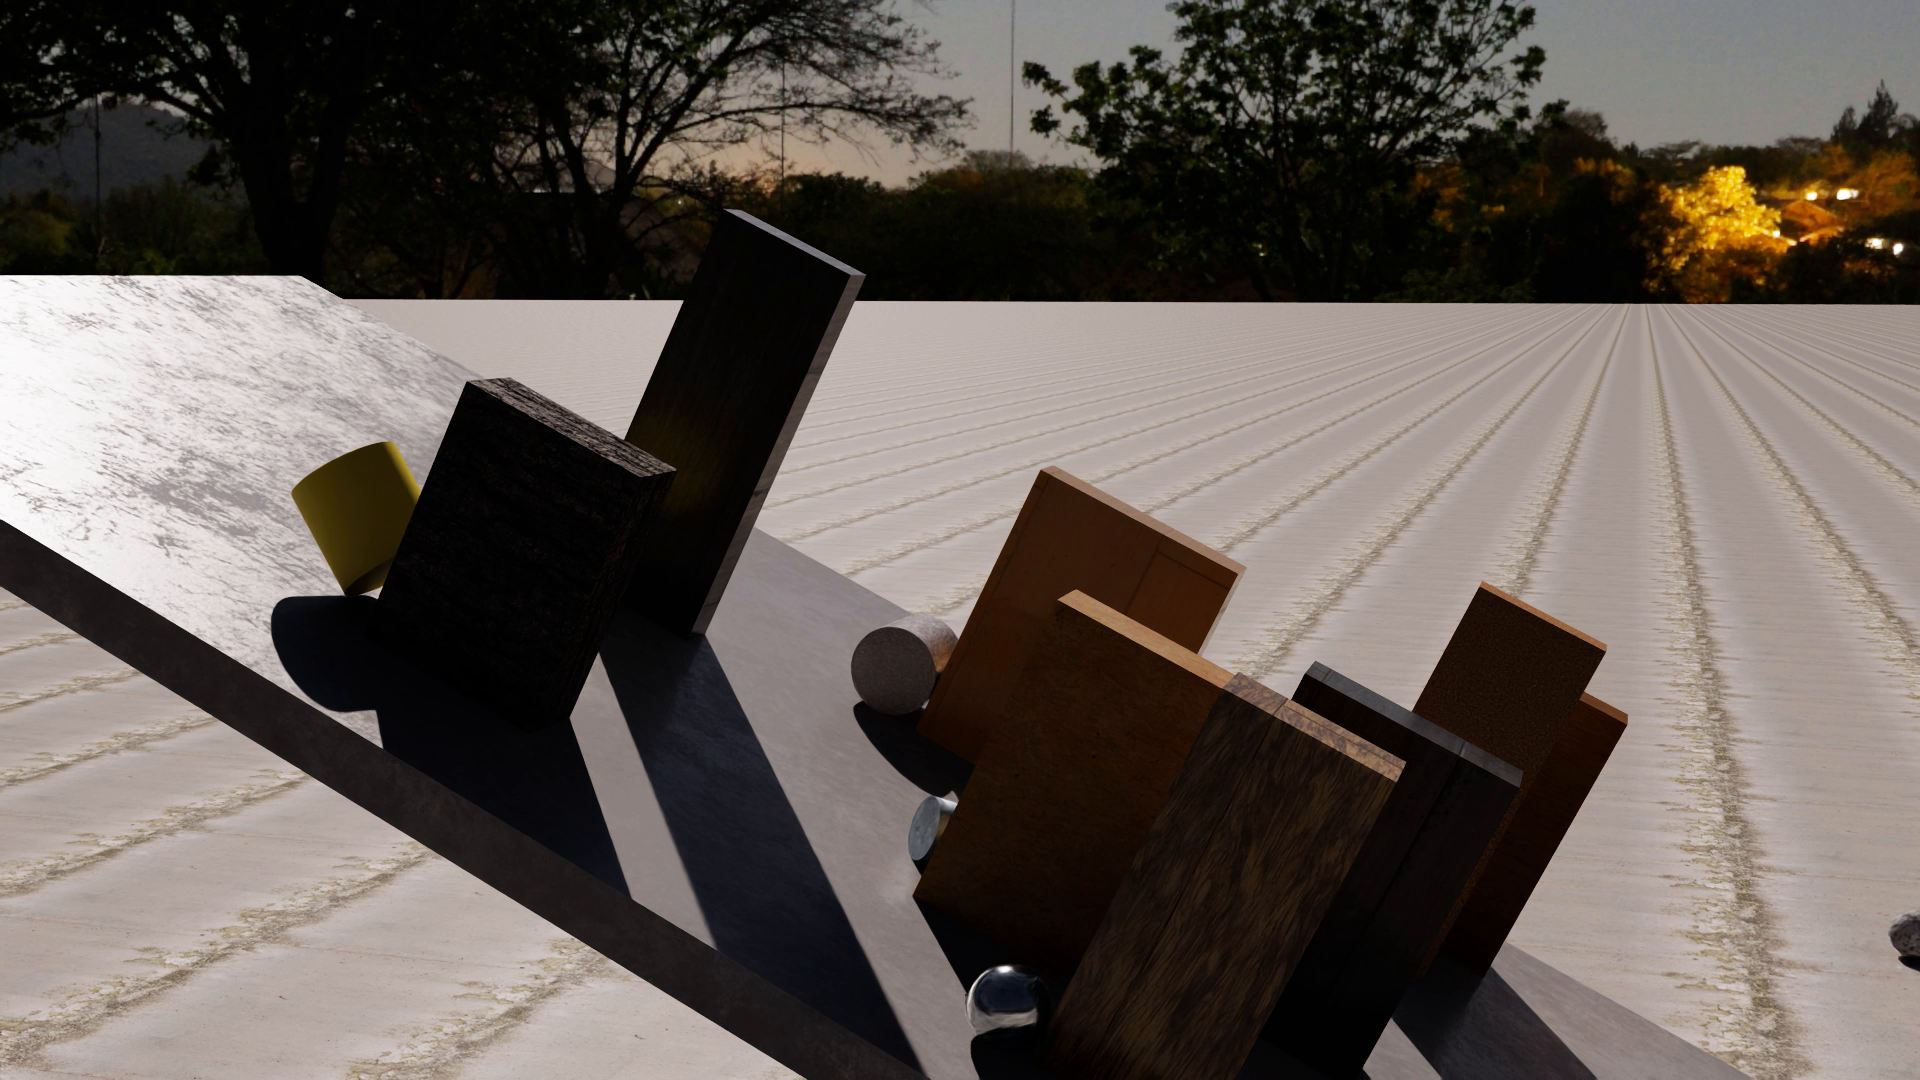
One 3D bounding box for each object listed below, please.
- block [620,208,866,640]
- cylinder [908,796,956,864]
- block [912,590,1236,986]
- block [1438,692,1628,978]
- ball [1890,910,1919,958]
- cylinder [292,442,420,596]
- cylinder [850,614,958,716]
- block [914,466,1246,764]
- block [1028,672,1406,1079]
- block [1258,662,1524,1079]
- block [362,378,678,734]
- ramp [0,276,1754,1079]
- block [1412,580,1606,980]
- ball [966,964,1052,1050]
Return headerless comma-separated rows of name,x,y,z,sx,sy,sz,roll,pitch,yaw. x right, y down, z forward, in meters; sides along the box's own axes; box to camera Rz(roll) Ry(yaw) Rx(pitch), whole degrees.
block,-0.479,-0.220,4.277,0.285,0.790,0.088,28,14,12
cylinder,-0.013,0.513,3.804,0.114,0.114,0.114,20,-1,-23
block,0.190,0.408,3.599,0.312,0.563,0.121,28,14,12
block,1.077,0.551,4.548,0.336,0.608,0.110,28,14,12
ball,2.590,1.070,5.964,0.127,0.127,0.127,0,7,0
cylinder,-1.008,-0.036,3.758,0.194,0.194,0.194,-29,-5,-3
cylinder,-0.107,0.252,4.473,0.179,0.179,0.179,2,7,18
block,0.233,0.217,4.330,0.432,0.591,0.100,28,14,12
block,0.374,0.549,3.223,0.274,0.646,0.134,28,14,12
block,0.632,0.565,3.728,0.389,0.596,0.126,28,14,12
block,-0.724,0.022,3.612,0.337,0.471,0.141,28,14,12
ramp,-0.251,0.425,4.163,4.000,0.100,2.000,28,14,12
block,0.969,0.476,4.333,0.265,0.751,0.083,28,14,12
ball,0.073,0.692,3.260,0.126,0.126,0.126,0,7,0
